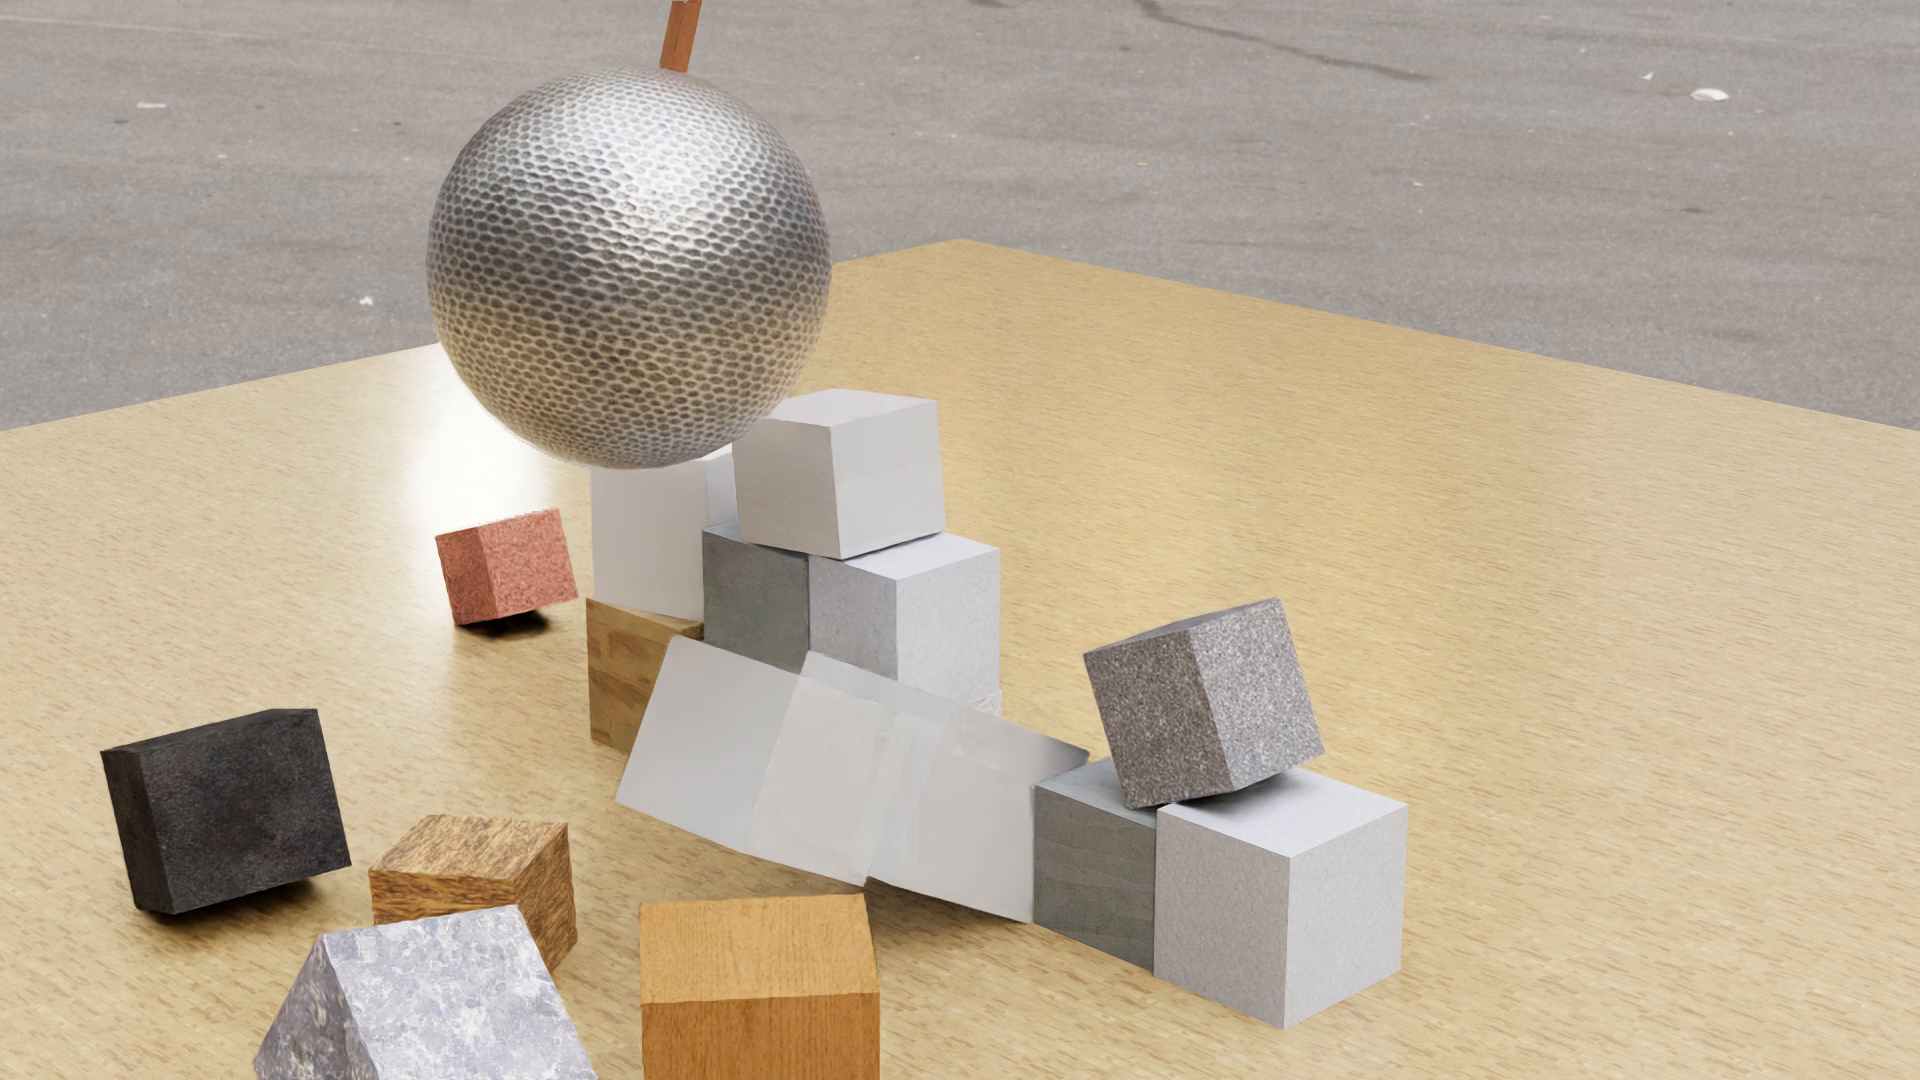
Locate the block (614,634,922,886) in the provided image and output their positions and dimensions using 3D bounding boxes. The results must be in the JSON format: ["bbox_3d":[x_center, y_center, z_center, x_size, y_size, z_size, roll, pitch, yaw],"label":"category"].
[{"bbox_3d":[-0.806,0.923,12.323,0.786,0.746,0.778,15,-5,42],"label":"block"}]

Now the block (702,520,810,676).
[{"bbox_3d":[-0.737,0.249,14.204,0.726,0.622,0.707,17,24,42],"label":"block"}]

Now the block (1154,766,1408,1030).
[{"bbox_3d":[1.350,1.479,12.365,0.784,0.763,0.710,-17,24,-42],"label":"block"}]

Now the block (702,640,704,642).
[{"bbox_3d":[-0.837,0.857,14.464,0.746,0.692,0.842,17,24,42],"label":"block"}]

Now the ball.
[{"bbox_3d":[-1.309,-1.075,11.632,1.600,1.600,1.600,0,17,0],"label":"ball"}]

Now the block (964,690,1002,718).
[{"bbox_3d":[-0.295,1.026,13.993,0.710,0.652,0.695,17,24,42],"label":"block"}]

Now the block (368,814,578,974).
[{"bbox_3d":[-2.058,1.554,12.449,0.652,0.557,0.579,2,19,15],"label":"block"}]

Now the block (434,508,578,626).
[{"bbox_3d":[-2.588,0.156,16.726,0.529,0.528,0.524,-14,3,-38],"label":"block"}]

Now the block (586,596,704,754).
[{"bbox_3d":[-1.395,0.659,14.966,0.729,0.768,0.695,16,24,42],"label":"block"}]

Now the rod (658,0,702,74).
[{"bbox_3d":[-0.567,-4.383,11.370,0.080,5.200,0.080,17,6,42],"label":"rod"}]

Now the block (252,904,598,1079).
[{"bbox_3d":[-1.812,1.814,9.919,0.745,0.757,0.769,-4,51,-39],"label":"block"}]

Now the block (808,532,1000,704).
[{"bbox_3d":[-0.260,0.386,13.756,0.592,0.711,0.669,17,24,42],"label":"block"}]

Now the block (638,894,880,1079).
[{"bbox_3d":[-0.749,1.877,10.875,0.848,0.842,0.725,-2,22,-6],"label":"block"}]

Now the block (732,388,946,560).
[{"bbox_3d":[-0.577,-0.325,13.838,0.664,0.622,0.728,-16,18,-41],"label":"block"}]

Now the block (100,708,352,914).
[{"bbox_3d":[-3.264,1.190,13.029,0.806,0.717,0.644,-14,4,-30],"label":"block"}]

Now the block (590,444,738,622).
[{"bbox_3d":[-1.352,-0.130,14.806,0.721,0.834,0.722,10,20,30],"label":"block"}]

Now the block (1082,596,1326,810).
[{"bbox_3d":[1.035,0.695,12.453,0.596,0.691,0.638,-17,0,-42],"label":"block"}]

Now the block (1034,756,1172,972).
[{"bbox_3d":[0.859,1.370,12.885,0.796,0.659,0.710,-17,24,-42],"label":"block"}]

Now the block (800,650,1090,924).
[{"bbox_3d":[-0.179,1.090,12.922,0.906,0.808,0.971,17,-4,42],"label":"block"}]
